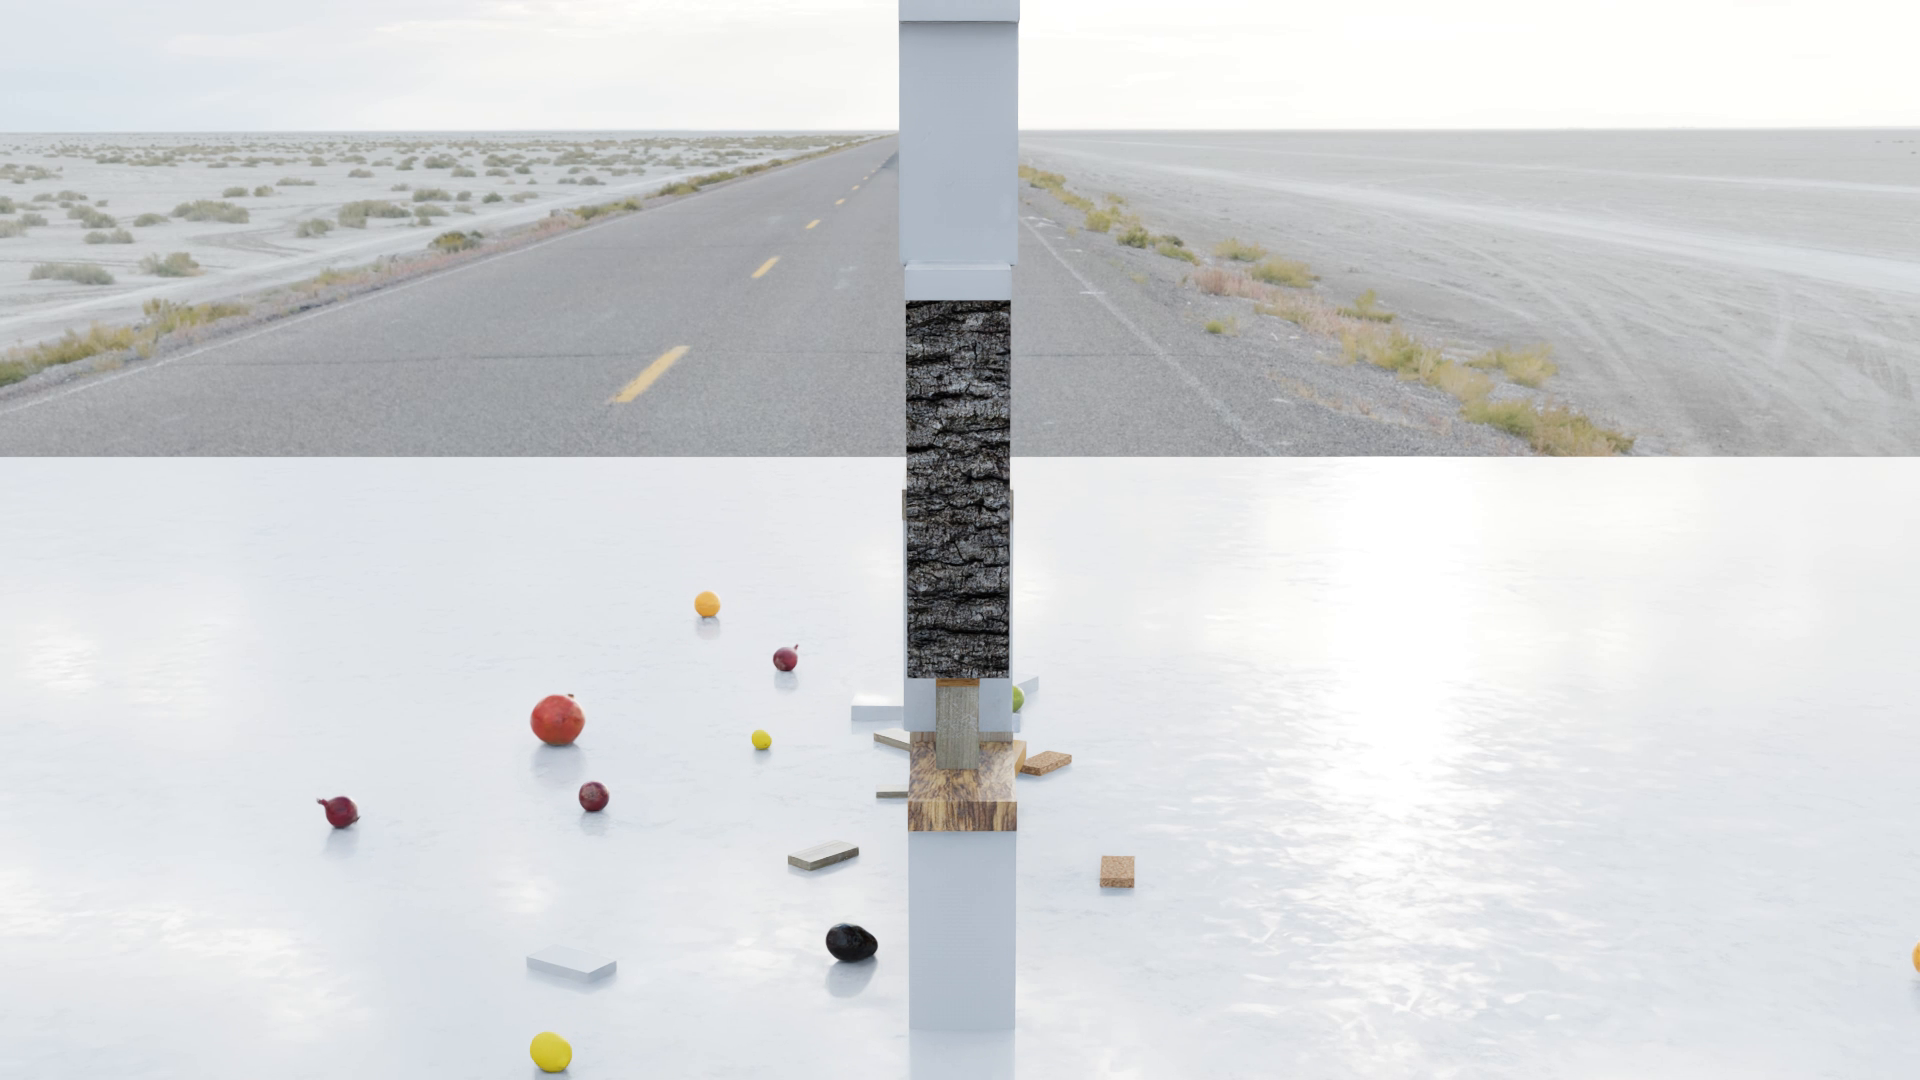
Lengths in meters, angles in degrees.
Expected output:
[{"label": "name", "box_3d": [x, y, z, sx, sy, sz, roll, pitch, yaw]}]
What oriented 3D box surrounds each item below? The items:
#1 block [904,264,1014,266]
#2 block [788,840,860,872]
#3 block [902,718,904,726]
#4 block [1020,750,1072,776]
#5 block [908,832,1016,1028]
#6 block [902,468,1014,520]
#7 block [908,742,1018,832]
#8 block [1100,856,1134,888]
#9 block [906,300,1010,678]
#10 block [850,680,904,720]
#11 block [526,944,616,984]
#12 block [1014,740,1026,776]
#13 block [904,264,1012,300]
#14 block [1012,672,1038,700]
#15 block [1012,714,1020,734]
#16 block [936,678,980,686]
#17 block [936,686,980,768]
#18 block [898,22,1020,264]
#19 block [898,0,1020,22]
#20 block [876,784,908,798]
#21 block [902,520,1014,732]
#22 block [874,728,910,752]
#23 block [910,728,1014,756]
[{"label": "block", "box_3d": [-0.002, -0.590, 3.315, 0.167, 0.349, 0.047, 0, 11, 0]}, {"label": "block", "box_3d": [-0.238, 0.550, 3.838, 0.058, 0.016, 0.116, 10, 14, 43]}, {"label": "block", "box_3d": [-0.062, 0.396, 4.665, 0.062, 0.017, 0.123, -7, 13, -35]}, {"label": "block", "box_3d": [0.168, 0.446, 4.398, 0.058, 0.016, 0.117, 7, 13, 34]}, {"label": "block", "box_3d": [0.003, 0.541, 3.109, 0.151, 0.301, 0.043, 0, 11, 0]}, {"label": "block", "box_3d": [-0.003, -0.082, 3.390, 0.165, 0.047, 0.329, 0, 11, 0]}, {"label": "block", "box_3d": [0.003, 0.353, 3.176, 0.151, 0.043, 0.301, 0, 11, 0]}, {"label": "block", "box_3d": [0.269, 0.566, 3.755, 0.058, 0.016, 0.116, 1, 11, 5]}, {"label": "block", "box_3d": [-0.003, -0.071, 3.091, 0.145, 0.537, 0.041, 0, 11, 0]}, {"label": "block", "box_3d": [-0.173, 0.352, 4.859, 0.116, 0.033, 0.232, 0, 11, 2]}, {"label": "block", "box_3d": [-0.590, 0.643, 3.336, 0.125, 0.018, 0.063, 7, 12, 32]}, {"label": "block", "box_3d": [0.037, 0.447, 4.189, 0.127, 0.036, 0.254, 6, 23, 13]}, {"label": "block", "box_3d": [-0.003, -0.373, 3.132, 0.145, 0.041, 0.290, 0, 11, 0]}, {"label": "block", "box_3d": [0.068, 0.337, 4.940, 0.116, 0.033, 0.232, 7, 12, 32]}, {"label": "block", "box_3d": [0.021, 0.362, 4.408, 0.127, 0.036, 0.254, 0, -1, -16]}, {"label": "block", "box_3d": [-0.004, 0.190, 3.206, 0.063, 0.018, 0.125, 0, 11, 0]}, {"label": "block", "box_3d": [-0.004, 0.268, 3.176, 0.063, 0.125, 0.018, 0, 11, 0]}, {"label": "block", "box_3d": [-0.002, -0.557, 3.095, 0.167, 0.334, 0.047, 0, 11, 0]}, {"label": "block", "box_3d": [-0.001, -0.765, 3.169, 0.167, 0.047, 0.334, 0, 11, 0]}, {"label": "block", "box_3d": [-0.115, 0.481, 4.217, 0.093, 0.013, 0.046, -1, 11, -3]}, {"label": "block", "box_3d": [-0.003, 0.123, 3.317, 0.165, 0.329, 0.047, 0, 11, 0]}, {"label": "block", "box_3d": [-0.116, 0.415, 4.564, 0.062, 0.017, 0.123, -10, 14, -42]}, {"label": "block", "box_3d": [0.002, 0.283, 3.481, 0.157, 0.044, 0.314, 0, 11, 0]}]
